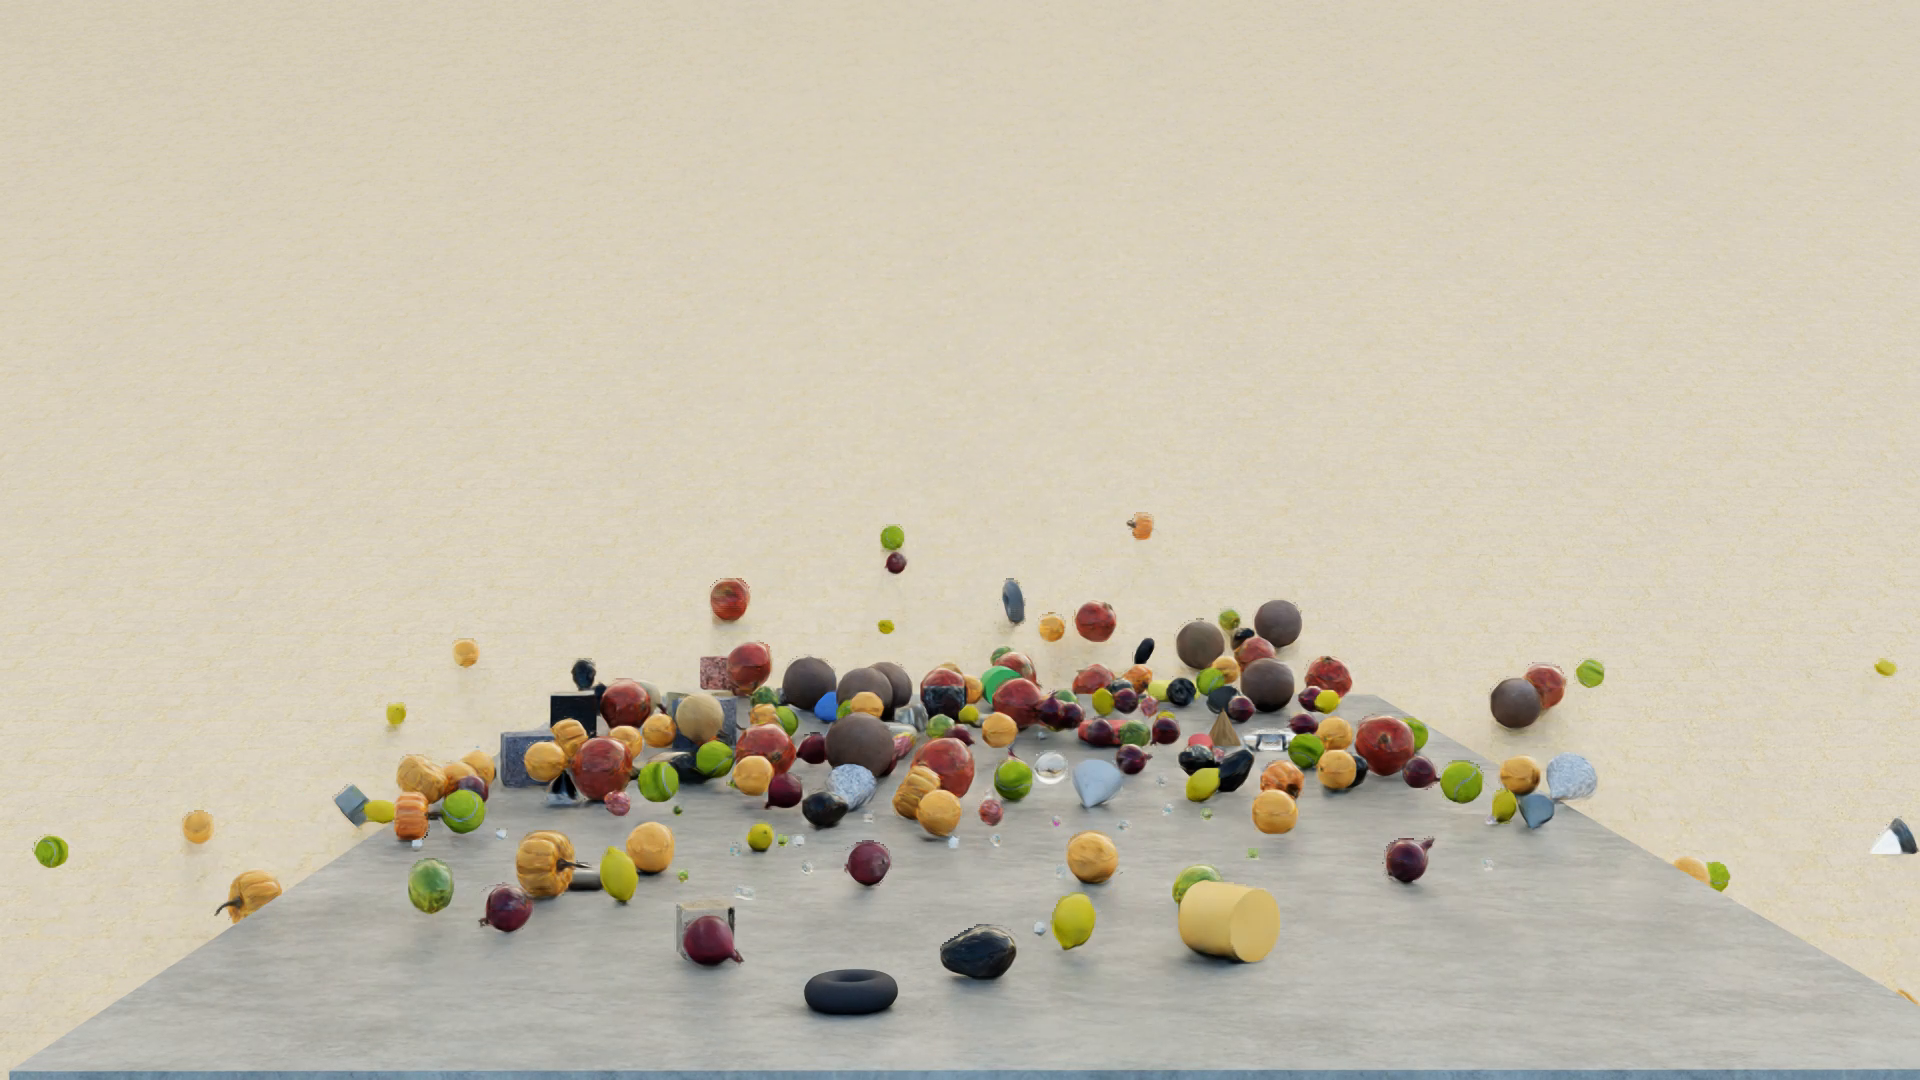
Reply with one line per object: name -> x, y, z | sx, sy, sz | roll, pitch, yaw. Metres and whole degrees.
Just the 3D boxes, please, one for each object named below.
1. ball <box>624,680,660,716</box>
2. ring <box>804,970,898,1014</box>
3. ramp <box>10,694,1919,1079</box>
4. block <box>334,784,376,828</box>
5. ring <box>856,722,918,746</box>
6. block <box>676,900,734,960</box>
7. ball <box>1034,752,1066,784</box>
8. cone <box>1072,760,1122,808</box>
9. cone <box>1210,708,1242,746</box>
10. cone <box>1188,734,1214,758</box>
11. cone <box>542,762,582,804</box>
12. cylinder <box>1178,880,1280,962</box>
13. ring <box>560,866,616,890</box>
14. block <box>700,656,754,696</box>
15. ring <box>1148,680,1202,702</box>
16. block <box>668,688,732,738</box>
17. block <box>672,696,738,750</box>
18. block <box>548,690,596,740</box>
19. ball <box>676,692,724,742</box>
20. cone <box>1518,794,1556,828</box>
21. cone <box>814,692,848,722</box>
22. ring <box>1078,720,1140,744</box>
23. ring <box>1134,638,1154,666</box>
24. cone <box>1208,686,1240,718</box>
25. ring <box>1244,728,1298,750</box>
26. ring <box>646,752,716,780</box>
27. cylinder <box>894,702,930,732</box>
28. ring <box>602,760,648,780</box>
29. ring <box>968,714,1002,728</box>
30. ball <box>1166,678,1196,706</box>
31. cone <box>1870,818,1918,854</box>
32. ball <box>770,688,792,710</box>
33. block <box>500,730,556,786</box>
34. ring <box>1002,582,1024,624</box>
ball -> -0.744, 0.369, 6.033 | 0.085, 0.085, 0.085 | 0, 25, 0
ring -> -0.120, 0.498, 2.844 | 0.104, 0.035, 0.104 | -1, 2, 0
ramp -> 0.056, 0.509, 4.552 | 2.000, 0.100, 4.000 | 0, 2, 0
block -> -1.436, 0.630, 6.117 | 0.060, 0.060, 0.060 | -42, 55, -18
ring -> -0.154, 0.409, 5.416 | 0.132, 0.044, 0.132 | 0, 0, 0
block -> -0.311, 0.475, 3.145 | 0.061, 0.061, 0.061 | -1, 2, -17
ball -> 0.168, 0.422, 4.763 | 0.060, 0.060, 0.060 | 0, 25, 0
cone -> 0.229, 0.442, 4.468 | 0.089, 0.089, 0.089 | 6, 30, 14
cone -> 0.553, 0.391, 5.417 | 0.079, 0.079, 0.079 | 0, 2, 0
cone -> 0.484, 0.426, 5.199 | 0.052, 0.052, 0.052 | 3, 29, 7
cone -> -0.700, 0.425, 4.527 | 0.072, 0.072, 0.072 | 0, 2, 0
cylinder -> 0.326, 0.462, 3.125 | 0.087, 0.087, 0.087 | -21, 15, -38
ring -> -0.525, 0.476, 3.640 | 0.079, 0.026, 0.079 | 1, 1, 0
block -> -0.595, 0.346, 6.564 | 0.096, 0.096, 0.096 | 1, 2, 42
ring -> 0.535, 0.375, 6.422 | 0.137, 0.046, 0.137 | 0, 3, 0
block -> -0.563, 0.377, 5.569 | 0.099, 0.099, 0.099 | 1, 2, 31
block -> -0.534, 0.382, 5.388 | 0.100, 0.100, 0.100 | 1, 2, 25
block -> -0.837, 0.378, 5.559 | 0.096, 0.096, 0.096 | 0, 2, -11
ball -> -0.487, 0.331, 4.815 | 0.091, 0.091, 0.091 | 0, 25, 0
cone -> 0.939, 0.456, 4.216 | 0.059, 0.059, 0.059 | 9, 31, 18
cone -> -0.278, 0.397, 5.872 | 0.078, 0.078, 0.078 | -17, 37, -33
ring -> 0.316, 0.407, 5.465 | 0.135, 0.045, 0.135 | 1, 1, 0
ring -> 0.482, 0.293, 6.743 | 0.027, 0.080, 0.080 | 28, 33, 18
cone -> 0.624, 0.394, 5.975 | 0.081, 0.081, 0.081 | -5, 30, -10
ring -> 0.645, 0.414, 5.346 | 0.114, 0.038, 0.114 | -1, 1, 0
ring -> -0.527, 0.428, 4.866 | 0.131, 0.044, 0.131 | 1, 2, 0
cylinder -> -0.104, 0.388, 5.577 | 0.062, 0.062, 0.062 | -13, 23, 8
ring -> -0.633, 0.435, 4.865 | 0.089, 0.030, 0.089 | -1, 1, 0
ring -> 0.056, 0.406, 5.778 | 0.076, 0.025, 0.076 | -1, 1, 0
ball -> 0.536, 0.368, 6.247 | 0.070, 0.070, 0.070 | 0, 25, 0
cone -> 2.162, 0.711, 6.008 | 0.095, 0.095, 0.095 | -25, 28, -4
ball -> -0.430, 0.381, 6.180 | 0.050, 0.050, 0.050 | 0, 25, 0
block -> -0.804, 0.406, 4.796 | 0.091, 0.091, 0.091 | -1, 2, -15
ring -> 0.147, 0.171, 7.109 | 0.040, 0.120, 0.120 | -12, 26, -10
